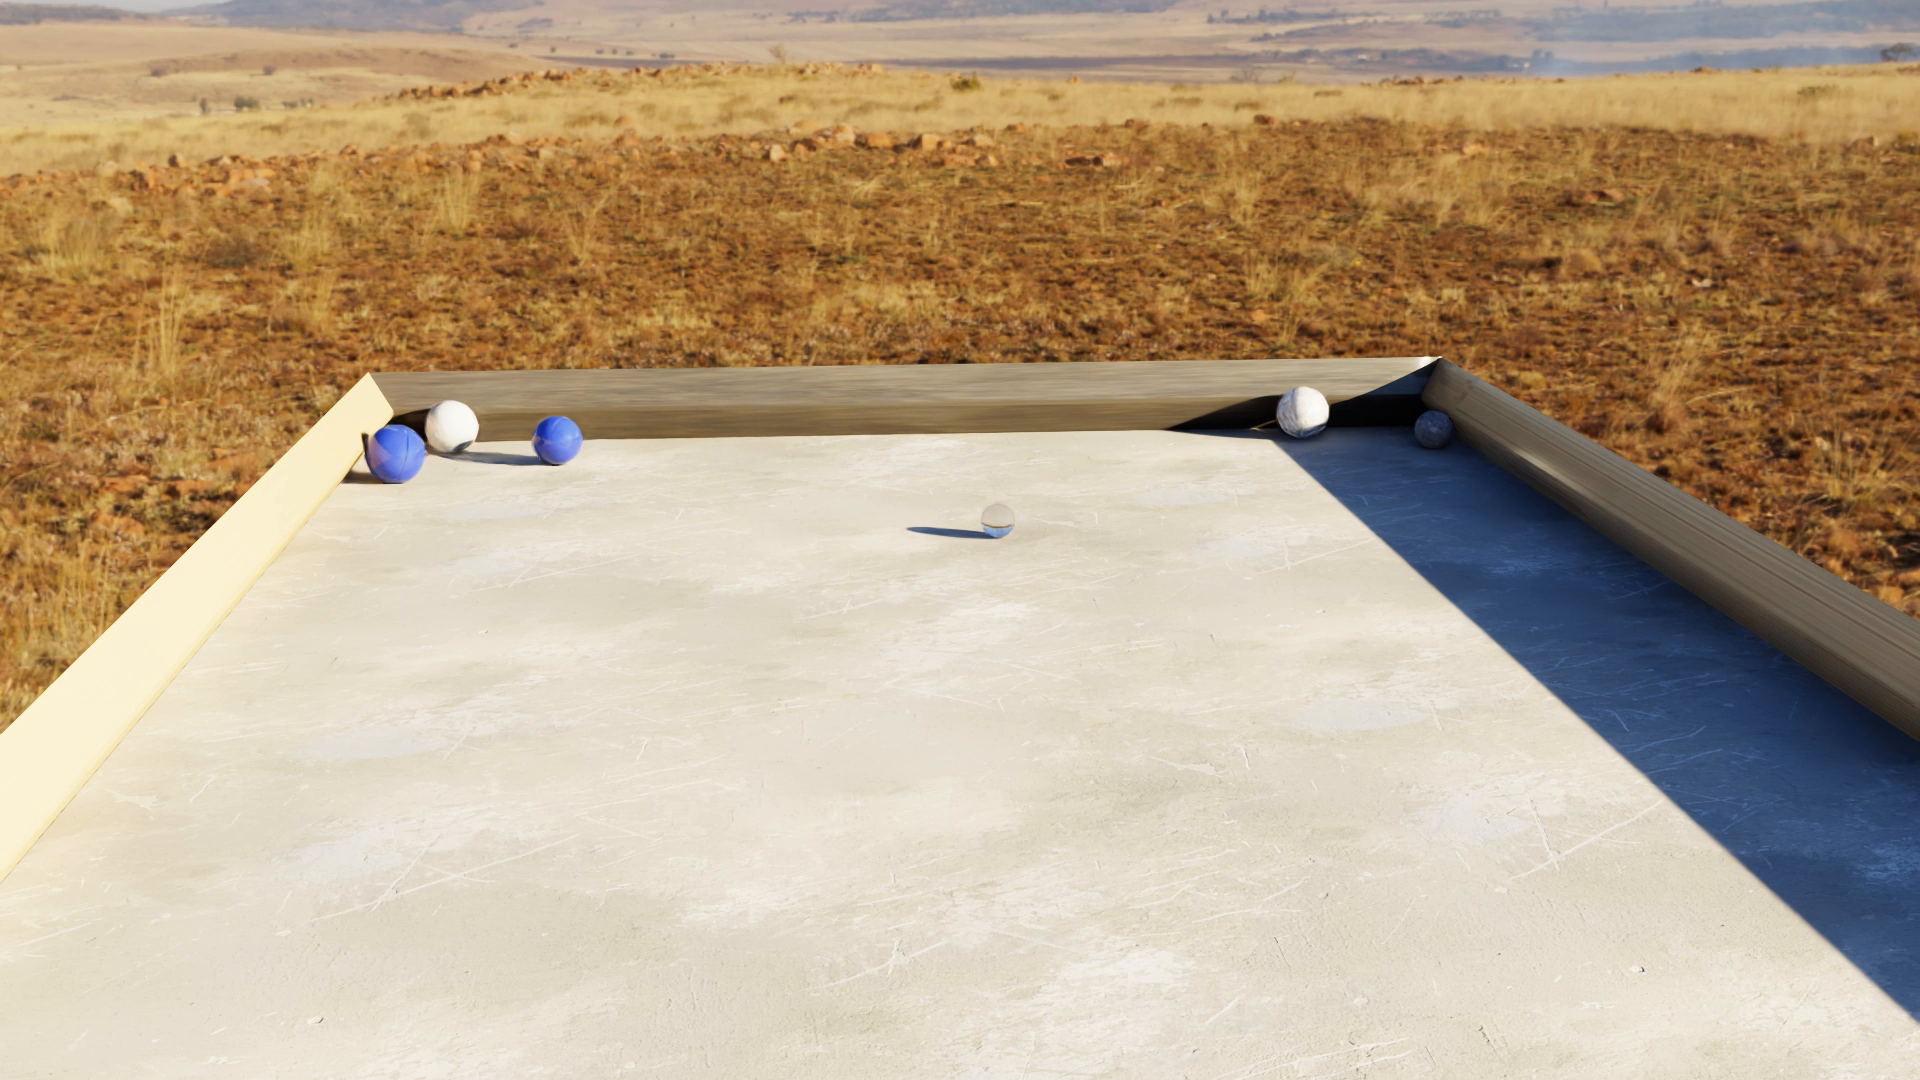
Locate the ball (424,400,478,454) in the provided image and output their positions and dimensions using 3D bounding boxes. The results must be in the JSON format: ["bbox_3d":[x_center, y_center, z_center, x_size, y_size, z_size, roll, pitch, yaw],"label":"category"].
[{"bbox_3d":[-0.822,-0.183,3.555,0.085,0.085,0.085,0,14,0],"label":"ball"}]

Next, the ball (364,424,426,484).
[{"bbox_3d":[-0.857,-0.131,3.339,0.090,0.090,0.090,0,14,0],"label":"ball"}]

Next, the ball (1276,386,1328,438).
[{"bbox_3d":[0.572,-0.213,3.671,0.086,0.086,0.086,0,14,0],"label":"ball"}]

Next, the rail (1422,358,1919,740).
[{"bbox_3d":[0.949,0.169,2.096,0.045,0.117,3.468,-1,14,-5],"label":"rail"}]

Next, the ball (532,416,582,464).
[{"bbox_3d":[-0.635,-0.157,3.467,0.078,0.078,0.078,0,14,0],"label":"ball"}]

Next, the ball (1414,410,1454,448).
[{"bbox_3d":[0.773,-0.180,3.589,0.063,0.063,0.063,0,14,0],"label":"ball"}]

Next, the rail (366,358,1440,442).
[{"bbox_3d":[-0.073,-0.231,3.674,1.803,0.117,0.045,-1,14,-5],"label":"rail"}]

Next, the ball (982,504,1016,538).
[{"bbox_3d":[0.052,-0.027,3.015,0.047,0.047,0.047,0,14,0],"label":"ball"}]

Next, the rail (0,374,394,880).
[{"bbox_3d":[-0.800,0.207,1.949,0.045,0.117,3.468,-1,14,-5],"label":"rail"}]
